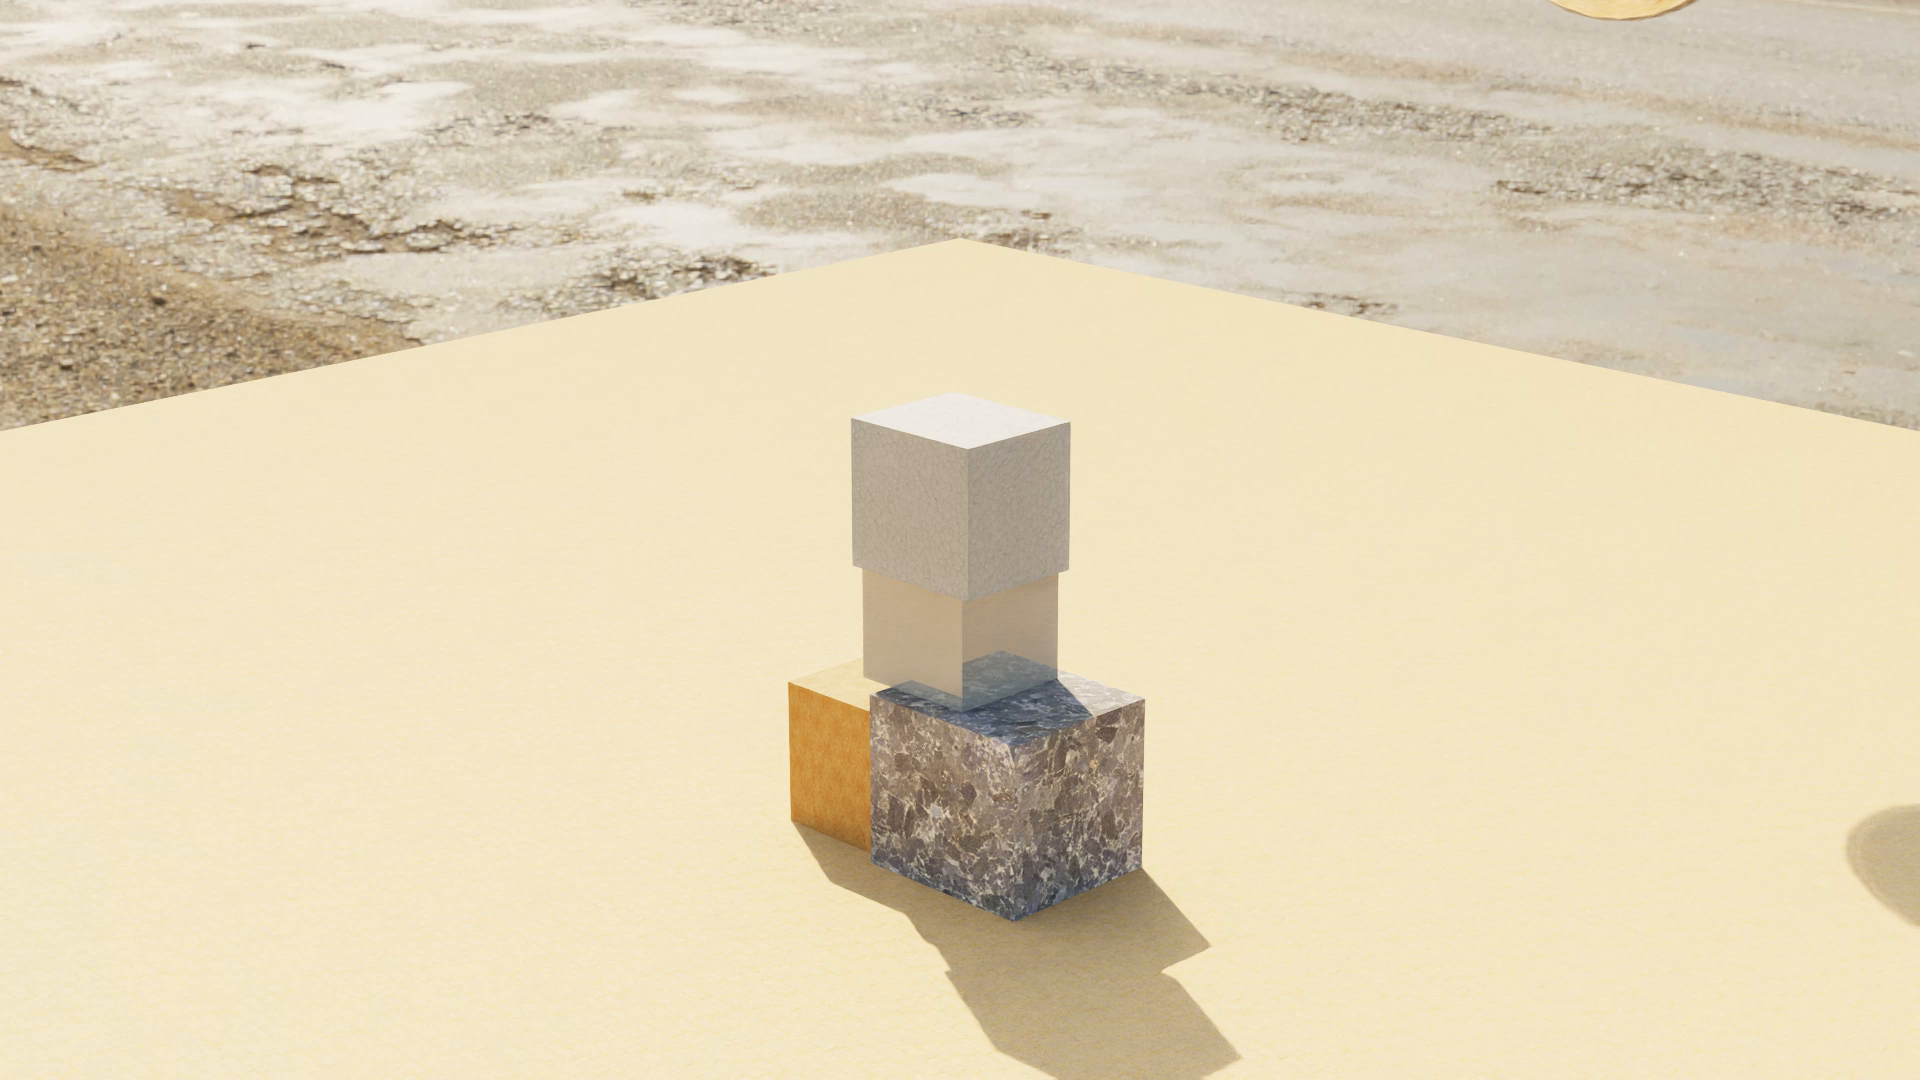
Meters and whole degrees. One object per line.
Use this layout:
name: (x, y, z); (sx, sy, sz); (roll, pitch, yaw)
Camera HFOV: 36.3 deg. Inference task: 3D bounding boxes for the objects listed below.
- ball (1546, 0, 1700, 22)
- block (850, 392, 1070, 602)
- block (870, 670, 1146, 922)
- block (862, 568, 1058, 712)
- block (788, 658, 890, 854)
ball: (3.645, -3.640, 16.019); (1.600, 1.600, 1.600); (0, 17, 0)
block: (0.003, -0.208, 13.279); (0.655, 0.701, 0.745); (-17, 24, -42)
block: (0.214, 1.106, 13.439); (0.853, 0.832, 0.919); (-17, 24, -42)
block: (0.002, 0.382, 13.464); (0.624, 0.535, 0.646); (-17, 24, -42)
block: (-0.328, 0.995, 13.999); (0.739, 0.707, 0.631); (-17, 24, -42)
